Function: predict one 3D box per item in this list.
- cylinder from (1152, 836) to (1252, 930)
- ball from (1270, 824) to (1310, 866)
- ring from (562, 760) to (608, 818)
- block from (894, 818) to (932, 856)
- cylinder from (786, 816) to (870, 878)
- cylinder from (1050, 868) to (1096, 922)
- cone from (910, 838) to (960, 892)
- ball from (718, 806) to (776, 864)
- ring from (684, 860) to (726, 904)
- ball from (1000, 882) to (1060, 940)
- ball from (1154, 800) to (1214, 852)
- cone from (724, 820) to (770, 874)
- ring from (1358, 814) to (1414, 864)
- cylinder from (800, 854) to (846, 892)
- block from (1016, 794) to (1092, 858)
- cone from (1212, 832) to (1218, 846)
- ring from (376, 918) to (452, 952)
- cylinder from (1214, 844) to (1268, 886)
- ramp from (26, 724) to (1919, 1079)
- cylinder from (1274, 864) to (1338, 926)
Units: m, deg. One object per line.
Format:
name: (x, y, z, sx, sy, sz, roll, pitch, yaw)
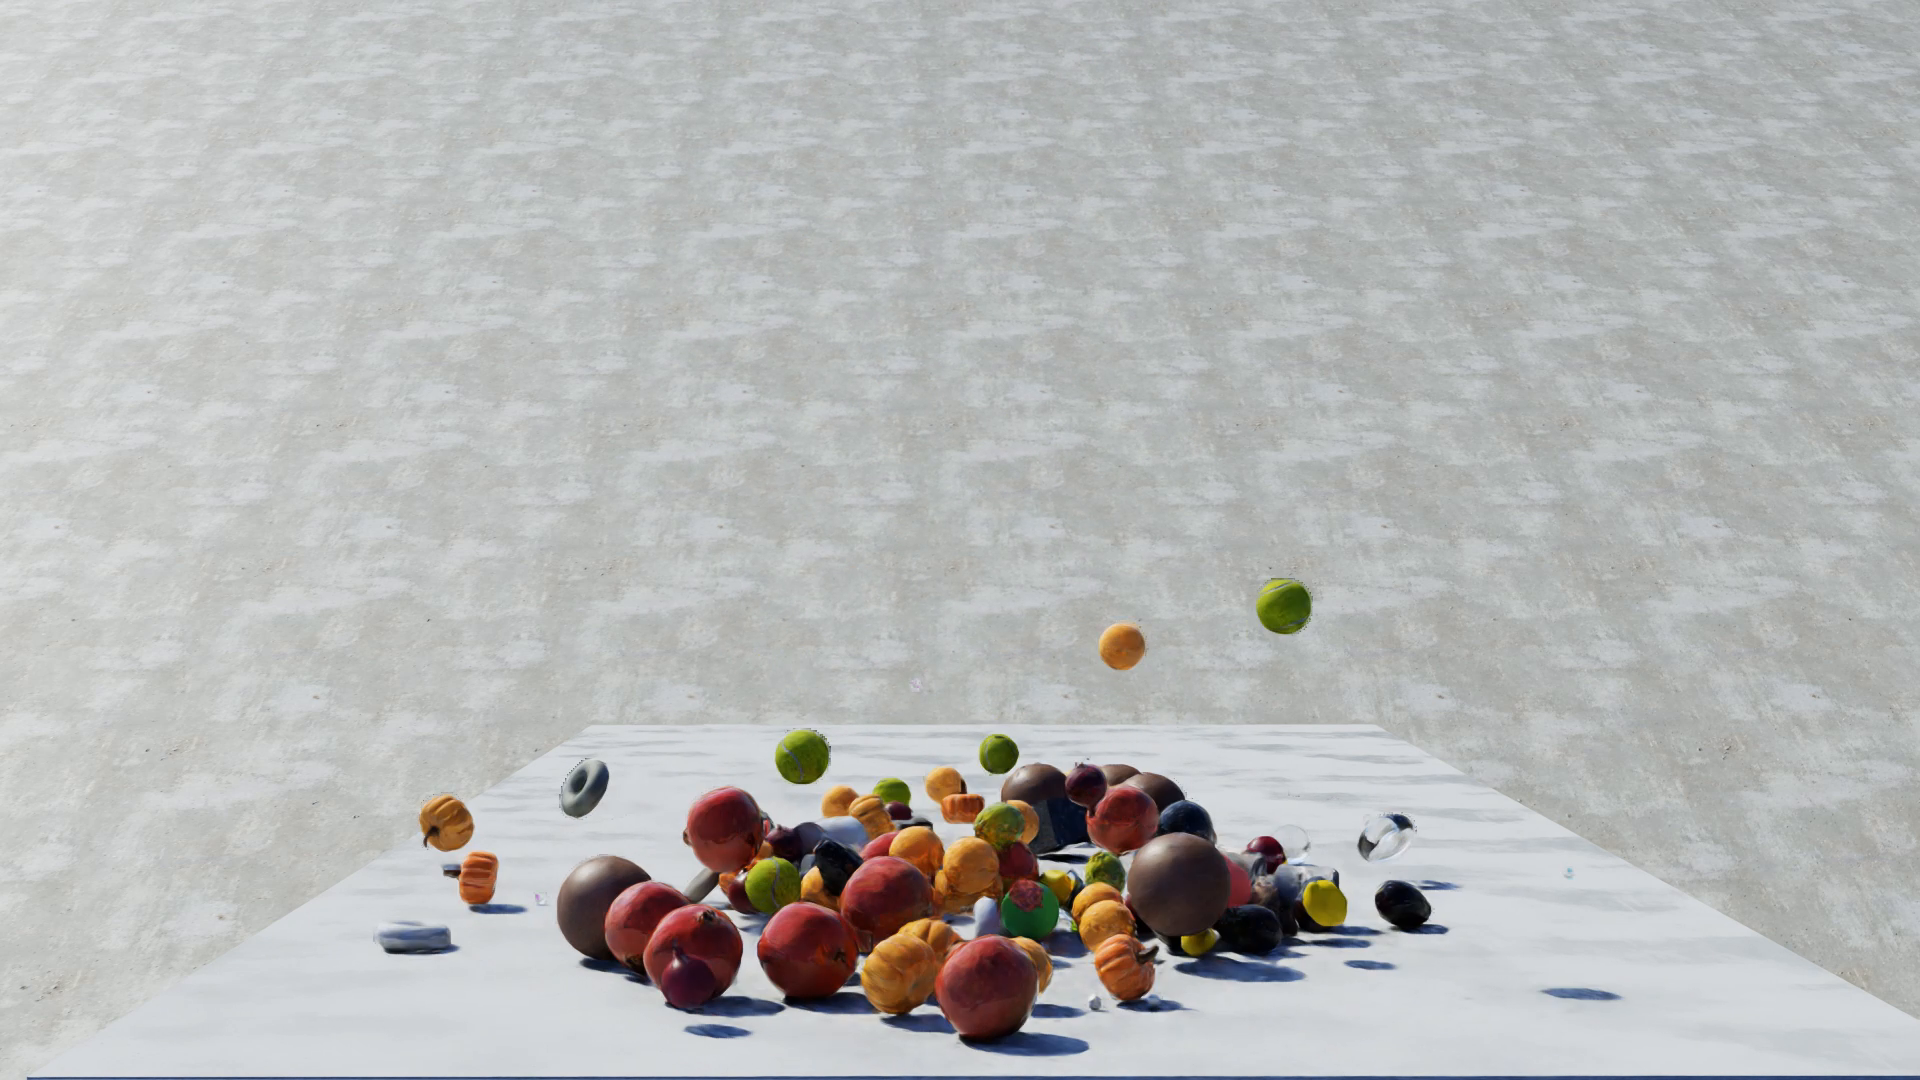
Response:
cylinder: (0.319, 0.451, 3.398, 0.093, 0.093, 0.093, -29, 40, 28)
ball: (0.520, 0.481, 4.067, 0.065, 0.065, 0.065, 0, 27, 0)
ring: (-0.576, 0.382, 3.966, 0.032, 0.097, 0.097, 35, 13, -28)
block: (-0.077, 0.485, 4.217, 0.052, 0.052, 0.052, 0, 1, -15)
cylinder: (-0.200, 0.470, 3.939, 0.091, 0.091, 0.091, 21, 13, 35)
cylinder: (0.152, 0.486, 3.532, 0.052, 0.052, 0.052, 50, 45, 10)
cone: (-0.040, 0.477, 3.826, 0.076, 0.076, 0.076, -4, 3, 0)
ball: (-0.336, 0.467, 4.077, 0.093, 0.093, 0.093, 0, 27, 0)
ring: (-0.365, 0.490, 3.691, 0.025, 0.075, 0.075, 44, 32, -5)
ball: (0.092, 0.486, 3.385, 0.077, 0.077, 0.077, 0, 27, 0)
ball: (0.358, 0.464, 4.129, 0.096, 0.096, 0.096, 0, 27, 0)
cone: (-0.312, 0.463, 3.973, 0.077, 0.077, 0.077, 26, 3, -2)
ring: (0.644, 0.452, 3.907, 0.093, 0.093, 0.031, -11, 43, -21)
cylinder: (-0.201, 0.490, 3.812, 0.053, 0.053, 0.053, 0, 26, -21)
block: (0.152, 0.462, 4.170, 0.077, 0.077, 0.077, -3, -16, -40)
cone: (0.381, 0.498, 4.187, 0.058, 0.058, 0.058, 12, 33, 22)
ring: (-0.705, 0.510, 3.334, 0.098, 0.033, 0.098, 3, -2, 0)
cylinder: (0.397, 0.480, 3.723, 0.070, 0.070, 0.070, 9, 28, 27)
ramp: (0.062, 0.555, 4.592, 2.000, 0.100, 4.000, 0, 1, 0)
cylinder: (0.468, 0.480, 3.492, 0.077, 0.077, 0.077, 3, 27, 17)
